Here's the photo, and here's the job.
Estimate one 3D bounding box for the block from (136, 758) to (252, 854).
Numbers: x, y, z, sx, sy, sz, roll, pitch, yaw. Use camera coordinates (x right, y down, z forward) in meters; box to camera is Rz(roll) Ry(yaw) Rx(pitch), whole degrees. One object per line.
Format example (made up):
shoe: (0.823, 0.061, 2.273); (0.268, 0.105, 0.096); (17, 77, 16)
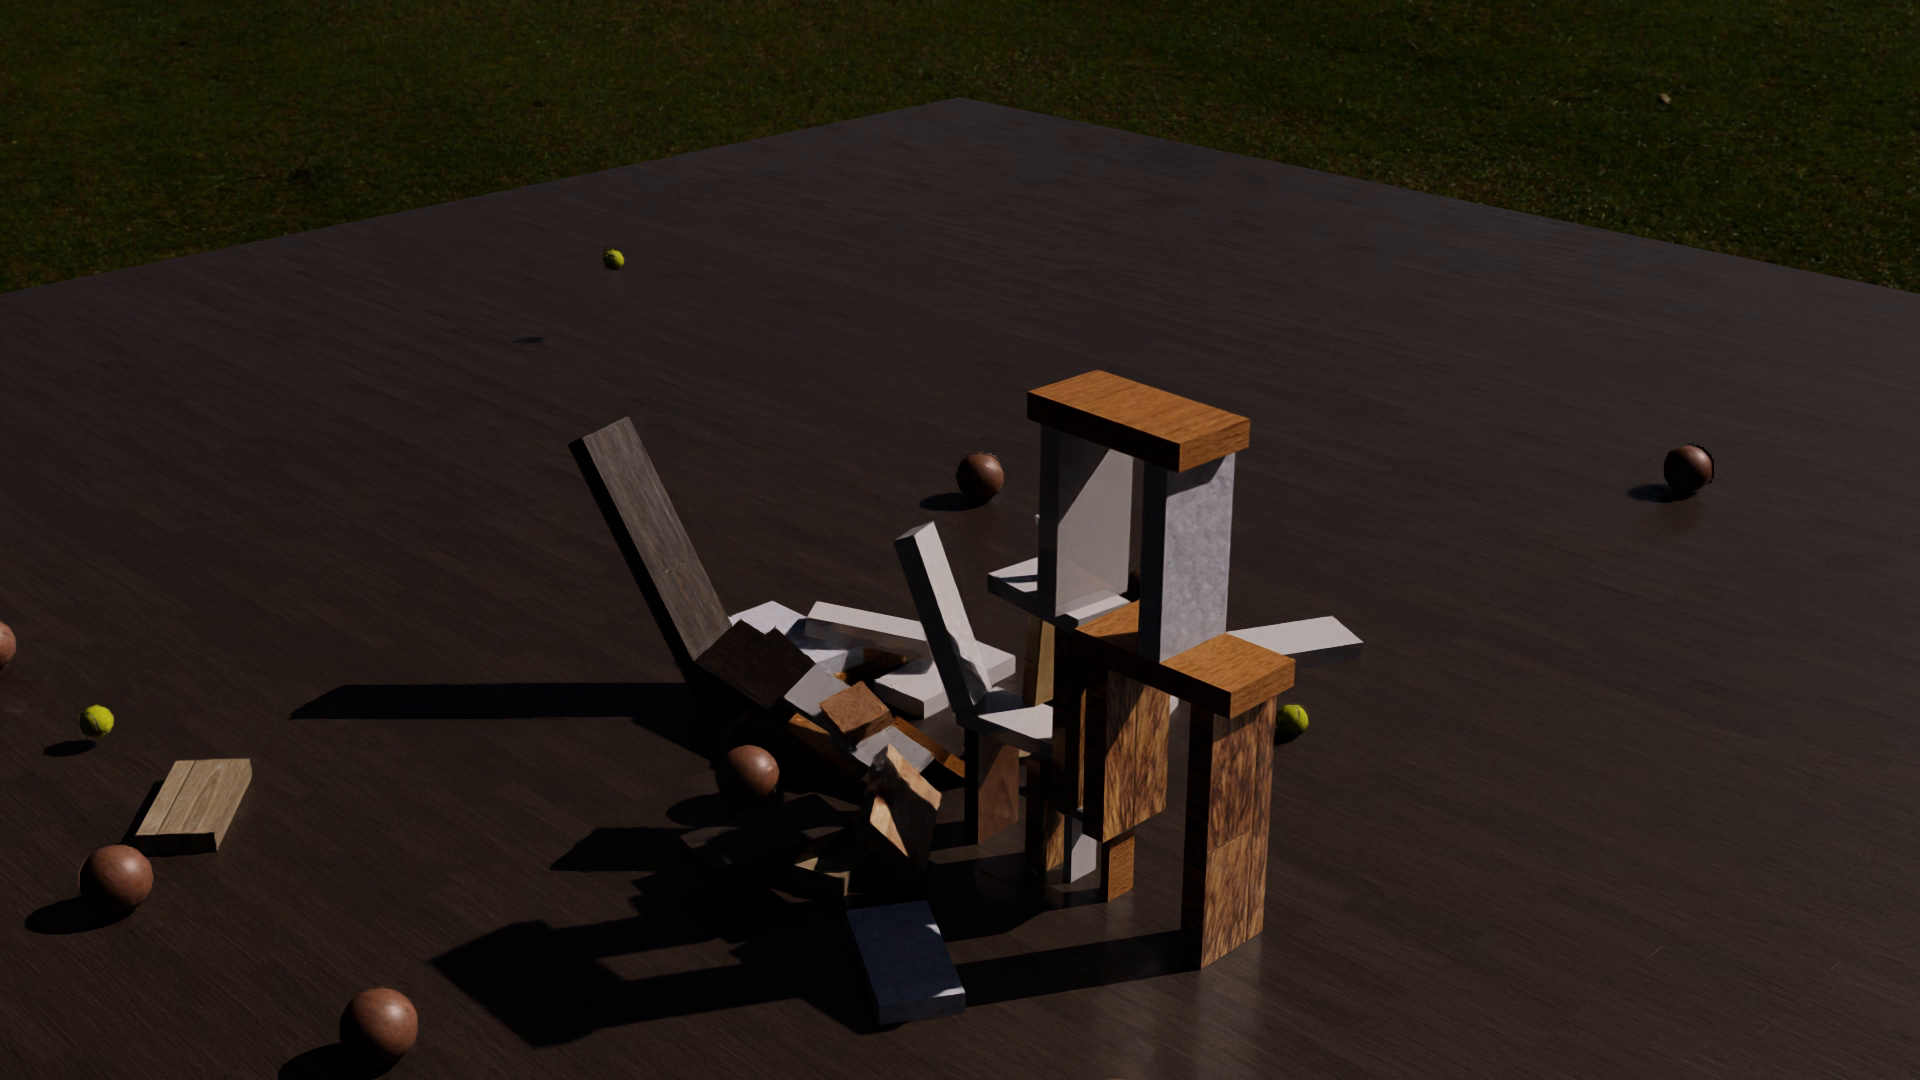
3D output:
block: (-1.544, 0.535, 4.444); (0.151, 0.043, 0.302); (-1, 23, -3)

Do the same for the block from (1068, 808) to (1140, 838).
block: (0.264, 0.517, 4.153); (0.071, 0.020, 0.142); (-20, 30, -39)

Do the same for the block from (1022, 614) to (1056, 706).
block: (0.187, 0.186, 4.272); (0.128, 0.256, 0.036); (-20, 34, -40)

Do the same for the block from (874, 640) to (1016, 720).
block: (-0.034, 0.309, 4.976); (0.154, 0.044, 0.308); (19, 30, 38)

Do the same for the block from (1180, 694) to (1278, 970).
block: (0.477, 0.500, 3.917); (0.050, 0.519, 0.178); (21, 31, 41)

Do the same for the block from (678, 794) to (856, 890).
block: (-0.371, 0.578, 4.233); (0.302, 0.043, 0.151); (-14, 27, -30)

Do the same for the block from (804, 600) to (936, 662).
block: (-0.191, 0.208, 5.013); (0.308, 0.044, 0.154); (11, 13, 2)

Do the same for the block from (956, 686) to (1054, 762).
block: (0.127, 0.355, 4.245); (0.248, 0.035, 0.124); (18, 29, 36)

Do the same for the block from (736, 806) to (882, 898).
block: (-0.322, 0.605, 4.280); (0.302, 0.043, 0.151); (12, 26, 25)

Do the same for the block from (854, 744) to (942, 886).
block: (-0.120, 0.536, 4.317); (0.043, 0.153, 0.306); (-40, 14, 19)

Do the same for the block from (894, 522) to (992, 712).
block: (-0.032, 0.148, 4.277); (0.043, 0.350, 0.153); (-18, 6, 16)

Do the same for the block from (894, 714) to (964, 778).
block: (-0.053, 0.439, 4.610); (0.102, 0.029, 0.204); (37, -5, -40)

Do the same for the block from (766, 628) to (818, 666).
block: (-0.373, 0.319, 4.811); (0.143, 0.041, 0.286); (-38, 50, -17)

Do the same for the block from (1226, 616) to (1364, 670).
block: (0.697, 0.257, 5.100); (0.449, 0.044, 0.154); (-8, 24, -17)

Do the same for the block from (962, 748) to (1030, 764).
block: (0.133, 0.453, 4.671); (0.246, 0.018, 0.065); (-5, 24, -12)

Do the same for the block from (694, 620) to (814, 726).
block: (-0.431, 0.285, 4.755); (0.286, 0.041, 0.143); (28, 62, 40)

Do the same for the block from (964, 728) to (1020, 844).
block: (0.063, 0.465, 4.349); (0.035, 0.247, 0.124); (19, 30, 38)

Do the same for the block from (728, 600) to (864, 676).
block: (-0.390, 0.233, 5.033); (0.164, 0.046, 0.328); (-20, 30, -39)

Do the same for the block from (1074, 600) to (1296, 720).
block: (0.393, 0.206, 3.882); (0.356, 0.050, 0.178); (21, 31, 41)

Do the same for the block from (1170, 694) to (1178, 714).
block: (0.397, 0.381, 4.825); (0.103, 0.029, 0.205); (10, 25, 23)

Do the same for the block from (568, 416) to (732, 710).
block: (-0.656, 0.051, 4.883); (0.046, 0.654, 0.164); (-21, 8, 36)

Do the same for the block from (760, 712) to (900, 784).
block: (-0.275, 0.390, 4.661); (0.286, 0.041, 0.143); (29, 63, 35)

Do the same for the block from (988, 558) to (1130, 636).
block: (0.181, 0.104, 4.088); (0.128, 0.036, 0.256); (-18, 29, -35)

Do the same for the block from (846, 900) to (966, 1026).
block: (-0.101, 0.752, 3.933); (0.153, 0.043, 0.306); (-5, 24, -12)

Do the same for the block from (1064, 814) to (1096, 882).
block: (0.231, 0.579, 4.215); (0.071, 0.142, 0.020); (-21, 31, -40)

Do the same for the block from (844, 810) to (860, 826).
block: (-0.161, 0.556, 4.427); (0.130, 0.018, 0.065); (-17, 28, -35)

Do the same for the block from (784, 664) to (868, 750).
block: (-0.259, 0.348, 4.593); (0.204, 0.029, 0.102); (29, 63, 30)

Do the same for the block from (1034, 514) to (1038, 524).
block: (0.186, -0.025, 4.055); (0.053, 0.015, 0.105); (-11, 26, -24)

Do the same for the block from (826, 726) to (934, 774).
block: (-0.165, 0.431, 4.545); (0.205, 0.029, 0.103); (32, 64, 31)

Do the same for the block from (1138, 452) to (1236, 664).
block: (0.391, 0.015, 3.804); (0.179, 0.362, 0.051); (-21, 31, -40)

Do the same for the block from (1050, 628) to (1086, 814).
block: (0.233, 0.322, 4.106); (0.128, 0.376, 0.036); (-18, 29, -36)

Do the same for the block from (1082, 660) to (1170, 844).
block: (0.307, 0.361, 4.039); (0.050, 0.356, 0.178); (21, 31, 41)

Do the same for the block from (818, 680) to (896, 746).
block: (-0.211, 0.352, 4.478); (0.102, 0.029, 0.204); (-28, 21, -11)

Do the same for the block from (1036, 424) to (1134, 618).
block: (0.226, -0.055, 3.961); (0.179, 0.357, 0.051); (-18, 29, -36)

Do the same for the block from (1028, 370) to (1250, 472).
block: (0.305, -0.209, 3.803); (0.179, 0.051, 0.357); (-20, 30, -39)

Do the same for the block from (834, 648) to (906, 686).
block: (-0.293, 0.287, 5.026); (0.164, 0.046, 0.328); (18, 29, 36)

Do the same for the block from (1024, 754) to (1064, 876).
block: (0.182, 0.511, 4.240); (0.124, 0.248, 0.035); (-21, 31, -41)

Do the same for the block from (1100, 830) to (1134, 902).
block: (0.297, 0.605, 4.152); (0.071, 0.142, 0.020); (-21, 31, -40)
